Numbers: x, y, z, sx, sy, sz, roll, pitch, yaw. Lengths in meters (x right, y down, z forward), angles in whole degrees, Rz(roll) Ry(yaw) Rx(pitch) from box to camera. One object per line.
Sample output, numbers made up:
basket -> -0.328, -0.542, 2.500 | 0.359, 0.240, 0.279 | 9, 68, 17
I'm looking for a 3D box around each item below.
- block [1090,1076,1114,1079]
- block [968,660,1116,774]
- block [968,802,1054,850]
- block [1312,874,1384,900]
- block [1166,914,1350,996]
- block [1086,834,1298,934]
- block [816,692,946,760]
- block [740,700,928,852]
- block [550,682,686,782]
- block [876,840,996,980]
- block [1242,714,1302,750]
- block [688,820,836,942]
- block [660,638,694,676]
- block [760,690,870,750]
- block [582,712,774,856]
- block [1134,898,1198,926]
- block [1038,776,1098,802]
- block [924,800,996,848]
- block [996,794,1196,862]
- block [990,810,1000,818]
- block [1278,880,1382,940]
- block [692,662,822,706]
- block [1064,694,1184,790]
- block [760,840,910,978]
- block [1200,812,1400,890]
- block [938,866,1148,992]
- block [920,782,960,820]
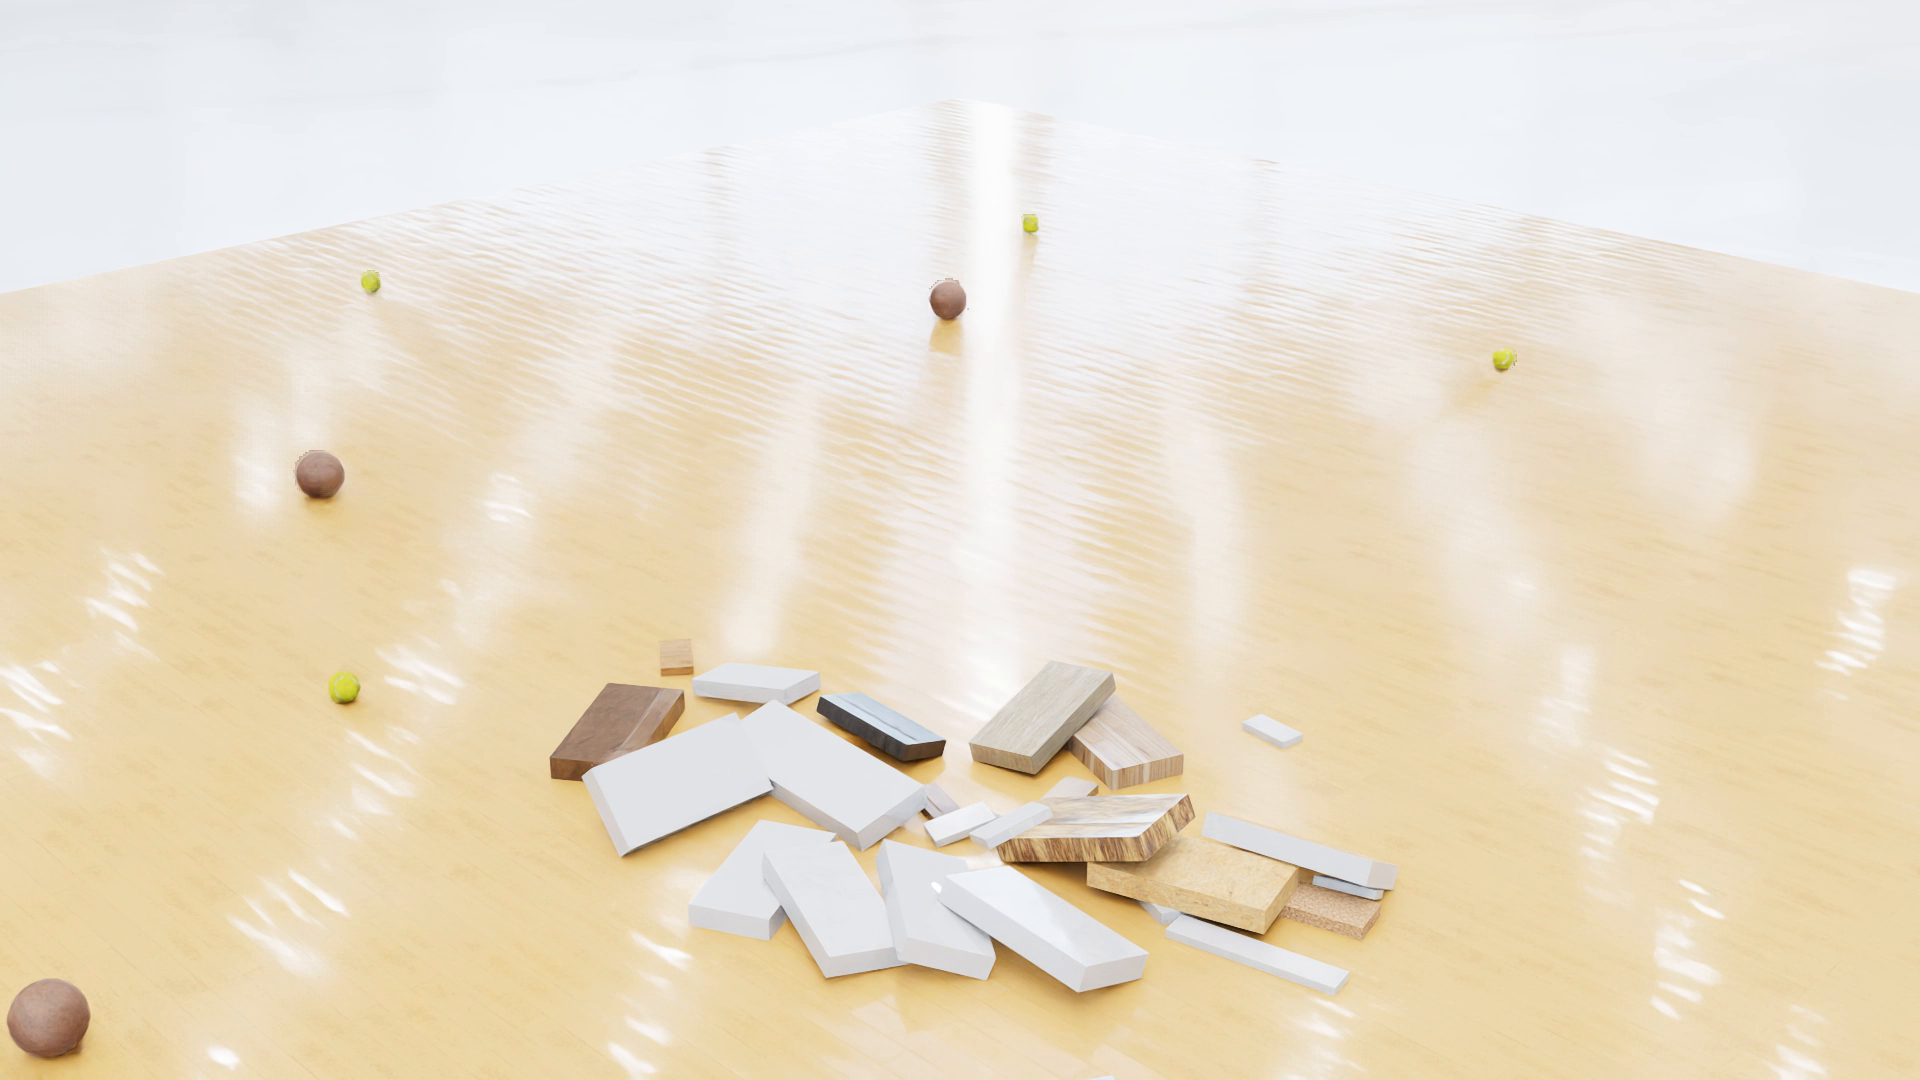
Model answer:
block -> 0.231, 0.933, 3.526 | 0.095, 0.027, 0.190 | -7, 24, -15
block -> 0.179, 0.376, 4.710 | 0.162, 0.046, 0.325 | 9, 35, 36
block -> 0.099, 0.555, 4.282 | 0.149, 0.021, 0.074 | -24, 13, -23
block -> 0.734, 0.656, 4.159 | 0.121, 0.017, 0.061 | 11, -2, 24
block -> 0.535, 0.749, 3.975 | 0.338, 0.017, 0.061 | 15, 27, 31
block -> 0.438, 0.631, 4.140 | 0.355, 0.050, 0.177 | 12, 26, 26
block -> -0.169, 0.397, 4.702 | 0.261, 0.037, 0.130 | 26, 17, 36
block -> -0.297, 0.477, 4.521 | 0.176, 0.050, 0.501 | -32, 37, -30
block -> -0.731, 0.414, 4.721 | 0.176, 0.050, 0.353 | 5, 23, 11
block -> -0.049, 0.674, 4.037 | 0.169, 0.048, 0.338 | 16, 19, -16
block -> 0.676, 0.414, 4.763 | 0.061, 0.017, 0.121 | -18, 29, -36
block -> -0.372, 0.643, 4.186 | 0.162, 0.046, 0.325 | 8, 24, 18
block -> -0.657, 0.272, 5.093 | 0.074, 0.021, 0.149 | -3, 23, -8
block -> -0.317, 0.396, 4.780 | 0.131, 0.037, 0.261 | -13, 26, -28
block -> -0.562, 0.486, 4.404 | 0.353, 0.176, 0.050 | -20, -12, -39
block -> 0.377, 0.662, 4.166 | 0.095, 0.027, 0.190 | -10, 25, -22
block -> 0.216, 0.530, 4.485 | 0.074, 0.021, 0.148 | 13, 26, 28
block -> 0.000, 0.565, 4.369 | 0.131, 0.019, 0.066 | -19, 32, -16
block -> 0.256, 0.553, 4.224 | 0.355, 0.050, 0.177 | -8, 16, 42
block -> 0.062, 0.571, 4.391 | 0.131, 0.019, 0.066 | 20, 30, 39
block -> 0.678, 0.687, 4.106 | 0.190, 0.027, 0.095 | 13, 26, 28
block -> -0.454, 0.319, 4.892 | 0.261, 0.037, 0.130 | 3, 16, 33
block -> 0.302, 0.408, 4.737 | 0.169, 0.048, 0.418 | -10, 25, -23
block -> -0.230, 0.674, 4.040 | 0.162, 0.046, 0.325 | -4, 29, -27
block -> 0.649, 0.593, 4.201 | 0.338, 0.048, 0.169 | 14, -3, 30
block -> 0.147, 0.696, 3.961 | 0.355, 0.050, 0.177 | 26, 17, 40
block -> -0.051, 0.537, 4.471 | 0.066, 0.019, 0.131 | -11, 25, -24
